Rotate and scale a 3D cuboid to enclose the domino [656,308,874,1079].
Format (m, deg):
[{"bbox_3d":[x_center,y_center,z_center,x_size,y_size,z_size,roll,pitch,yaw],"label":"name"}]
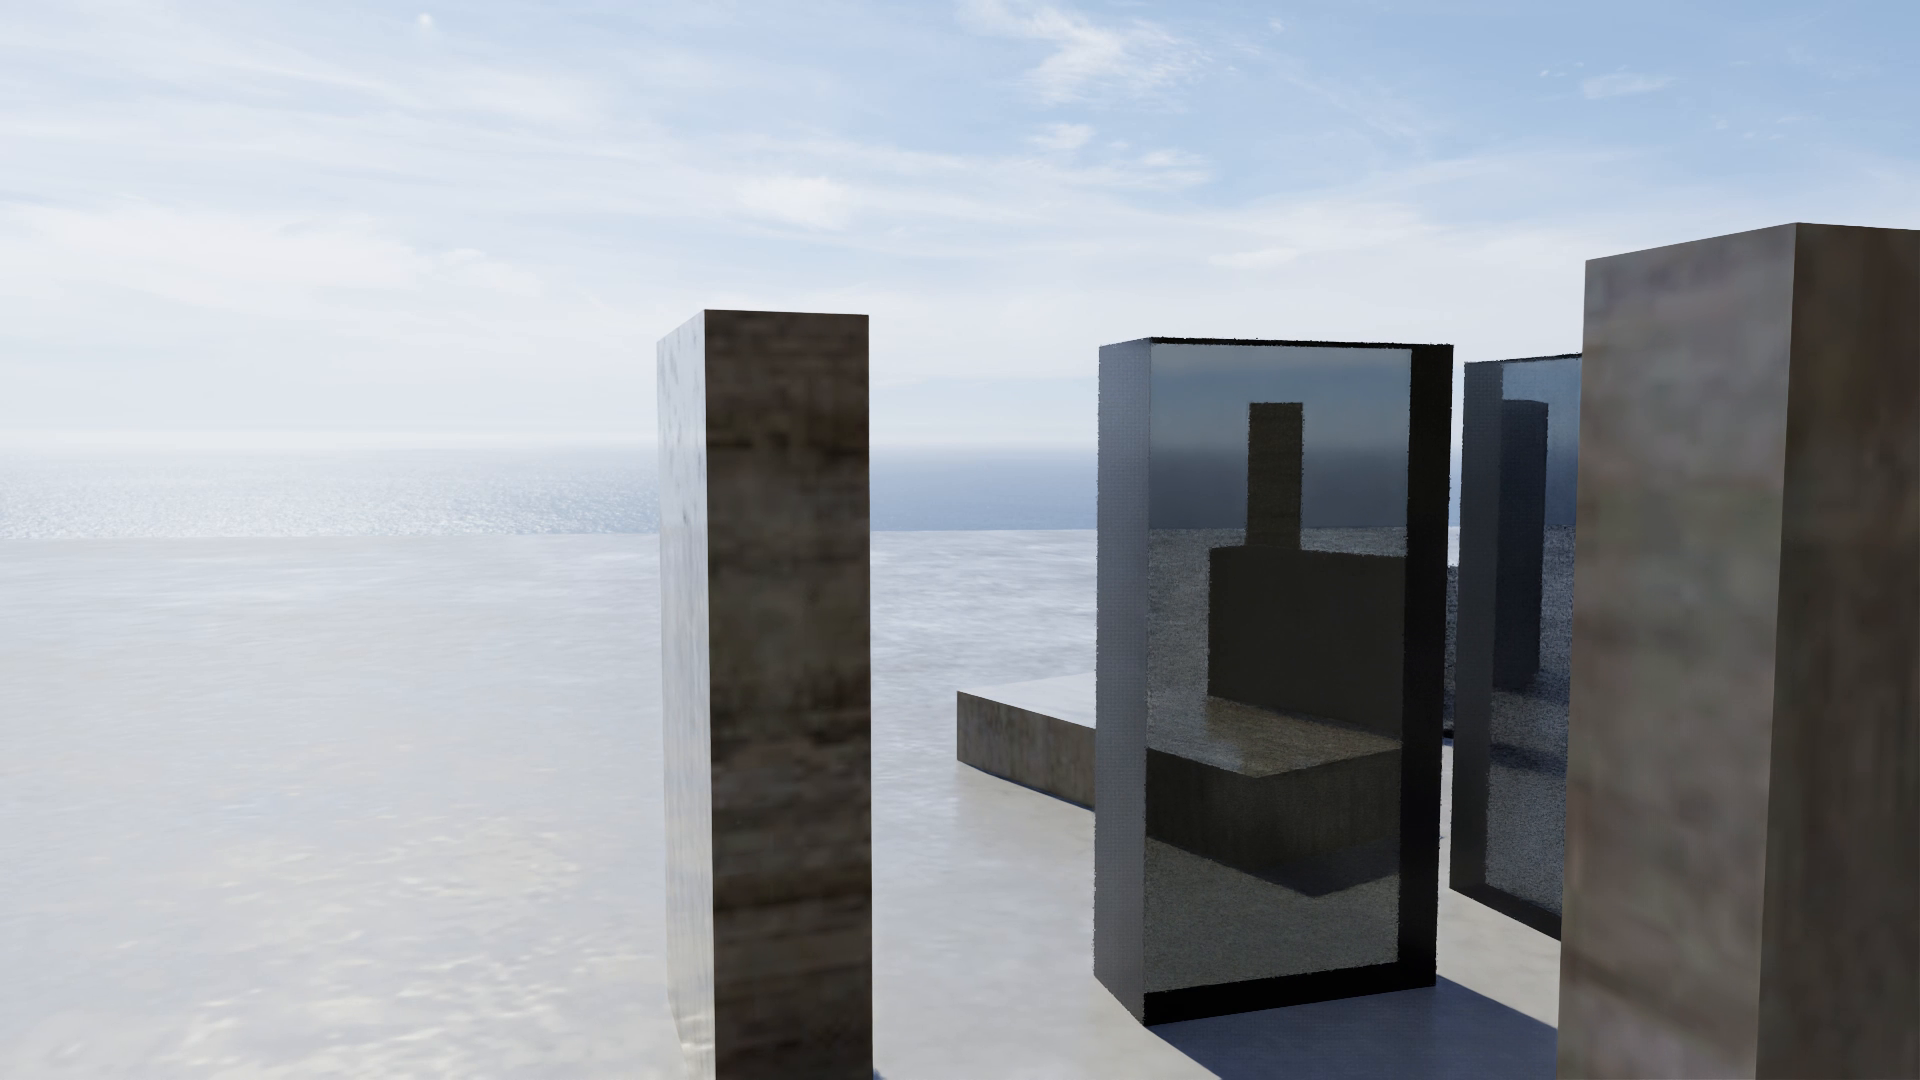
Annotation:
[{"bbox_3d":[-0.014,0.011,0.087,0.009,0.050,0.025,-1,5,-19],"label":"domino"}]

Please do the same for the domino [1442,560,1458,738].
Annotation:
[{"bbox_3d":[0.060,0.015,0.205,0.009,0.025,0.050,-4,6,-40],"label":"domino"}]

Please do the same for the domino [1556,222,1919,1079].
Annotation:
[{"bbox_3d":[0.039,0.014,0.053,0.025,0.050,0.010,-1,4,-17],"label":"domino"}]

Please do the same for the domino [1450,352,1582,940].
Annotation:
[{"bbox_3d":[0.055,0.009,0.111,0.009,0.050,0.025,-1,5,-19],"label":"domino"}]

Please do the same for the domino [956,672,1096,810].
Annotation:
[{"bbox_3d":[0.024,0.026,0.159,0.025,0.010,0.050,-3,5,-35],"label":"domino"}]

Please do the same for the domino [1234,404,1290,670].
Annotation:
[{"bbox_3d":[0.059,-0.001,0.253,0.010,0.050,0.025,1,4,12],"label":"domino"}]

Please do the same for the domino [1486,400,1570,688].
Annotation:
[{"bbox_3d":[0.105,0.000,0.236,0.009,0.050,0.025,3,5,31],"label":"domino"}]

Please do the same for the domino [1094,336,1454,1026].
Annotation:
[{"bbox_3d":[0.024,0.010,0.100,0.025,0.050,0.009,-1,4,-16],"label":"domino"}]
